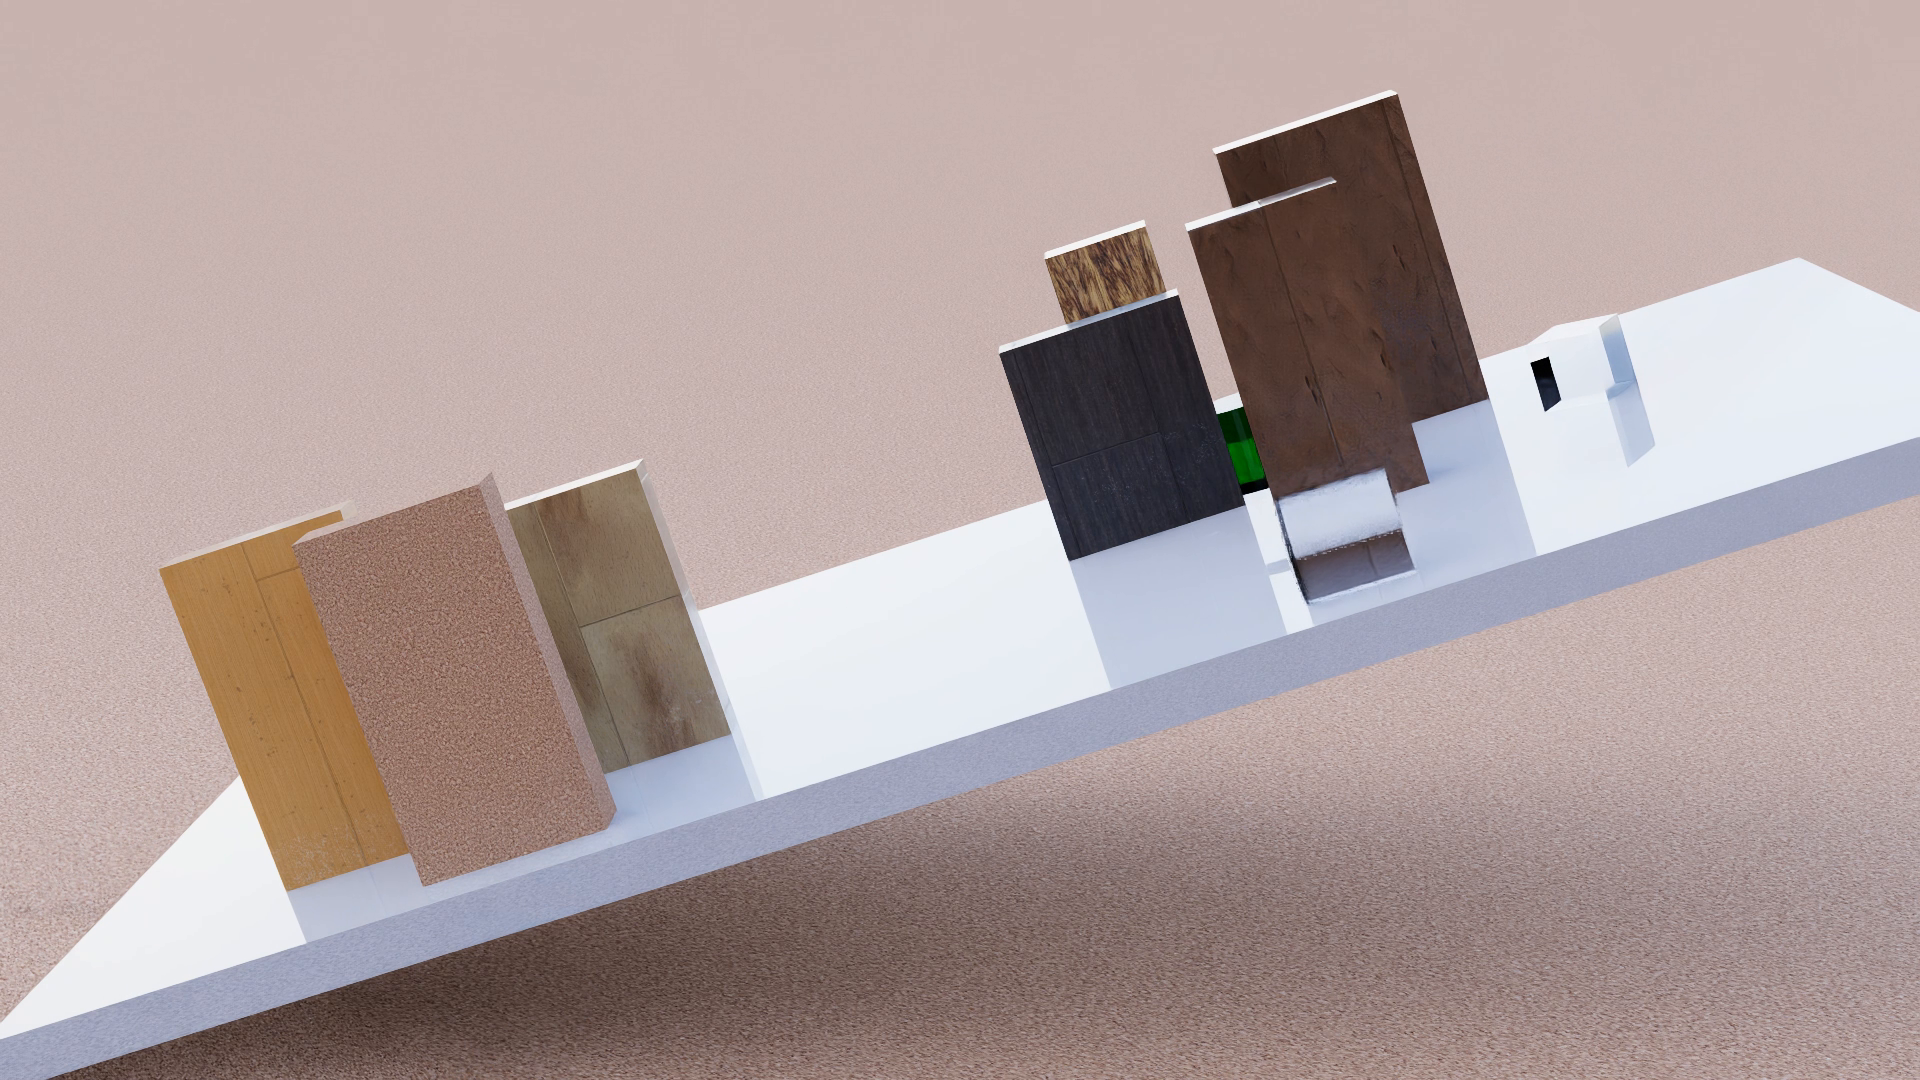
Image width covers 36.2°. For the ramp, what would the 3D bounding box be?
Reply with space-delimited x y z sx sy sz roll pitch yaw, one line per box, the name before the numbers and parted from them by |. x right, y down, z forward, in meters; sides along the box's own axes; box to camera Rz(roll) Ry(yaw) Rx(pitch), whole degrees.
ramp | 0.105 0.181 6.307 4.000 0.100 2.000 -18 11 6

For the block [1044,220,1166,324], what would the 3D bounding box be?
block | 0.412 -0.431 6.983 0.247 0.595 0.145 -18 11 6

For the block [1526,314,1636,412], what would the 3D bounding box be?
block | 1.338 -0.381 6.335 0.152 0.152 0.152 -10 14 40

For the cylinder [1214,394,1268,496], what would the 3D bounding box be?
cylinder | 0.645 -0.221 6.605 0.193 0.193 0.193 -18 11 4

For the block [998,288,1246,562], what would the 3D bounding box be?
block | 0.357 -0.252 6.466 0.409 0.487 0.110 -18 11 6

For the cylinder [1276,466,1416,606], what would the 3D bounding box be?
cylinder | 0.707 -0.008 5.390 0.207 0.207 0.207 -17 9 10

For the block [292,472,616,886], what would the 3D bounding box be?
block | -0.948 0.264 5.546 0.372 0.695 0.124 -18 11 6

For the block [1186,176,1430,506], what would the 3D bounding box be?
block | 0.716 -0.386 6.075 0.315 0.651 0.135 -18 11 6

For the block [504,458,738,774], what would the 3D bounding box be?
block | -0.734 0.173 5.964 0.386 0.575 0.103 -18 11 6

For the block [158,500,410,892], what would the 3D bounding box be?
block | -1.278 0.312 5.868 0.385 0.697 0.105 -18 11 6

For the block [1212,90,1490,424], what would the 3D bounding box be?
block | 0.890 -0.608 6.702 0.423 0.722 0.148 -18 11 6
